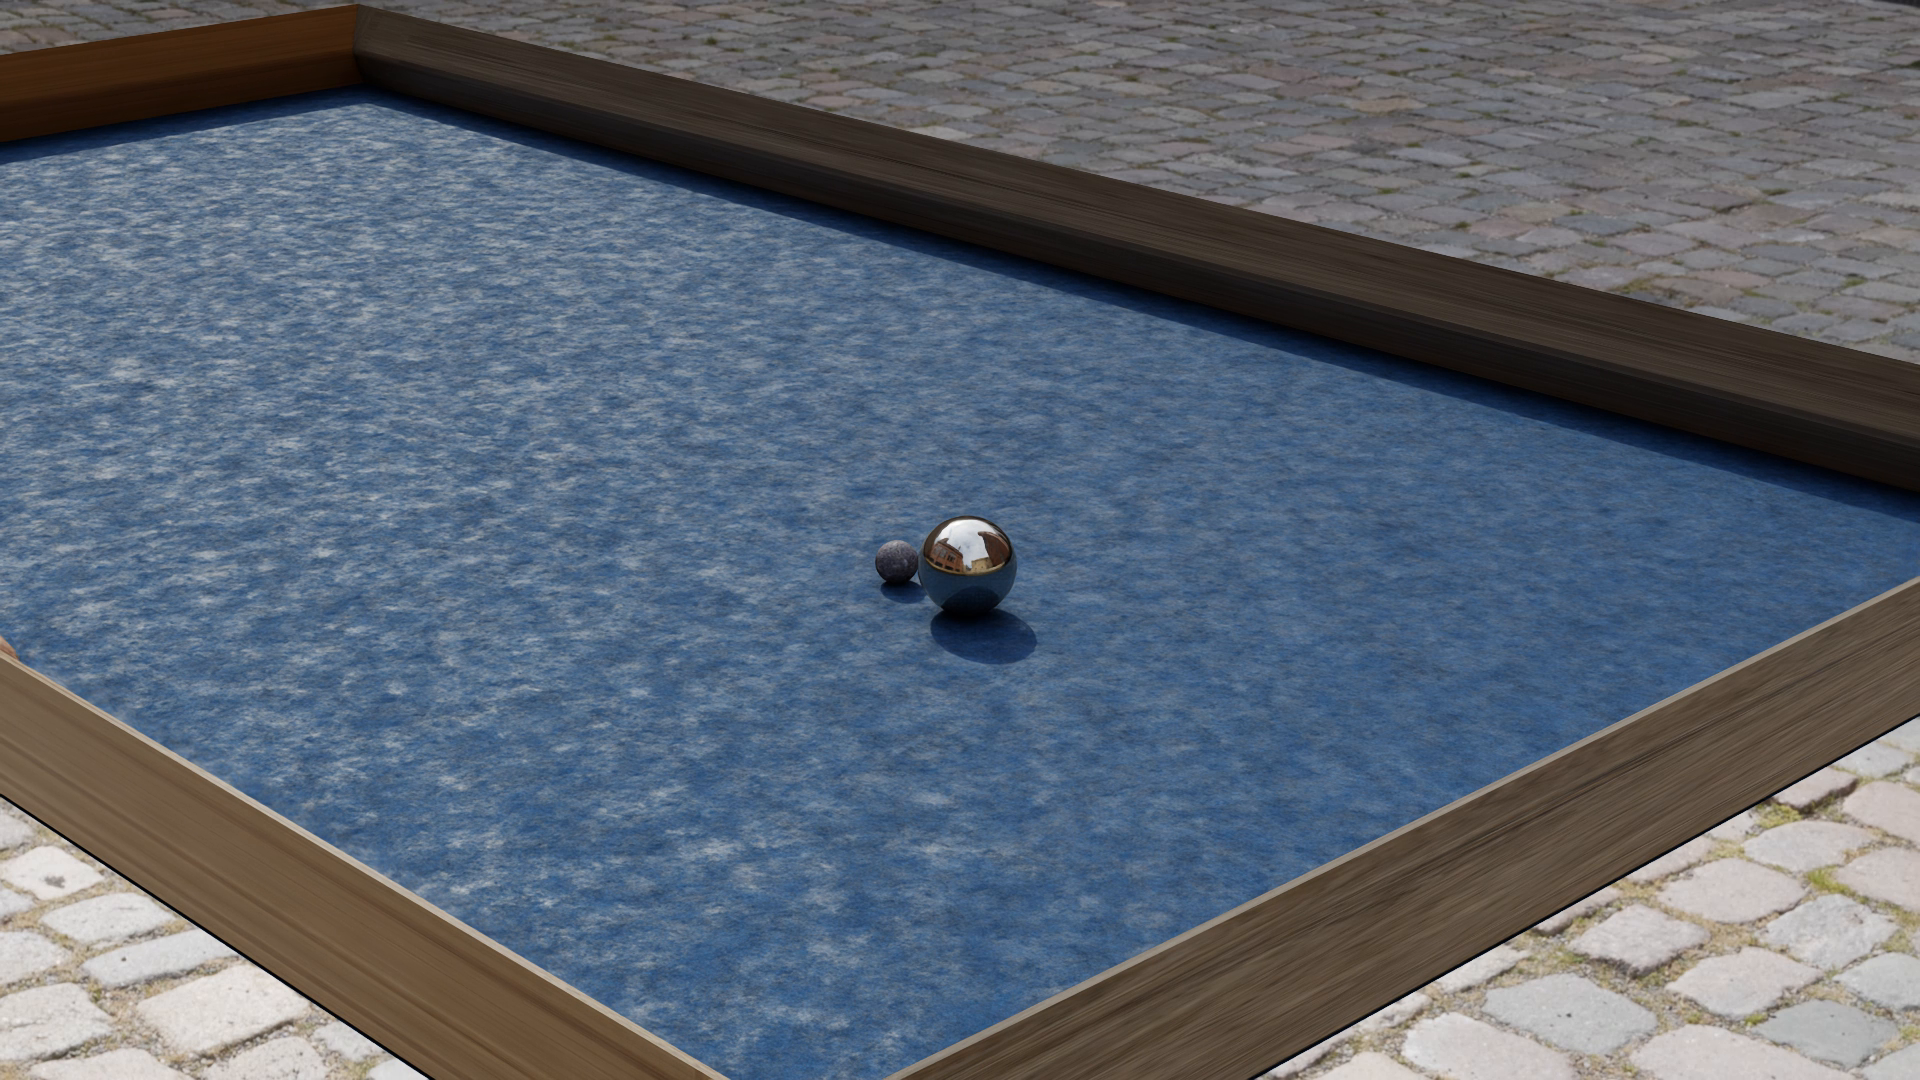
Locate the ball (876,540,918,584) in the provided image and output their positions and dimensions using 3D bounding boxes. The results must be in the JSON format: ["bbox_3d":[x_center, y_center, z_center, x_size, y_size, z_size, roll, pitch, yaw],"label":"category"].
[{"bbox_3d":[-0.058,0.020,2.714,0.040,0.040,0.040,0,20,0],"label":"ball"}]

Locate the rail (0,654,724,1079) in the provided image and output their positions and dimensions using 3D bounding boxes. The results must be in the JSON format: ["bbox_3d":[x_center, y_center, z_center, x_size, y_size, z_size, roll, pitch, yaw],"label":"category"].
[{"bbox_3d":[-1.146,-0.018,2.688,0.045,0.128,3.109,-18,27,-40],"label":"rail"}]

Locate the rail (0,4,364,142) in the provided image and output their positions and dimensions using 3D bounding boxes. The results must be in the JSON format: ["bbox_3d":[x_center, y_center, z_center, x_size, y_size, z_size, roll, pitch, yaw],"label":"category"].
[{"bbox_3d":[-1.596,-0.605,4.271,1.731,0.128,0.045,-18,27,-40],"label":"rail"}]

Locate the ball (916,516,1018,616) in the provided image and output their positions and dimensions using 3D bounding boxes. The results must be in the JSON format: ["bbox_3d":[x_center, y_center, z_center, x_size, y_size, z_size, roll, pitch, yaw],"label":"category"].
[{"bbox_3d":[0.006,0.023,2.635,0.090,0.090,0.090,0,20,0],"label":"ball"}]

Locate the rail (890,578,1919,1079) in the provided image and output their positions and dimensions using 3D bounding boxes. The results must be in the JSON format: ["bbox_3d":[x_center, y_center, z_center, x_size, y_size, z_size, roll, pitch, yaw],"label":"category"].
[{"bbox_3d":[0.521,0.164,2.196,1.731,0.128,0.045,-18,27,-40],"label":"rail"}]

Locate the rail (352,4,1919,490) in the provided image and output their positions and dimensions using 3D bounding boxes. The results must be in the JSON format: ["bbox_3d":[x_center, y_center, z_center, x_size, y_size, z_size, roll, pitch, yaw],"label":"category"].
[{"bbox_3d":[0.071,-0.423,3.779,0.045,0.128,3.109,-18,27,-40],"label":"rail"}]

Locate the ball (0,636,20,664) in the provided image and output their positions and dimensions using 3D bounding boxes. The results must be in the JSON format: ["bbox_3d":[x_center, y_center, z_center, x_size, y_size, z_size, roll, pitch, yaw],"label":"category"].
[{"bbox_3d":[-0.813,0.109,2.434,0.068,0.068,0.068,0,20,0],"label":"ball"}]
